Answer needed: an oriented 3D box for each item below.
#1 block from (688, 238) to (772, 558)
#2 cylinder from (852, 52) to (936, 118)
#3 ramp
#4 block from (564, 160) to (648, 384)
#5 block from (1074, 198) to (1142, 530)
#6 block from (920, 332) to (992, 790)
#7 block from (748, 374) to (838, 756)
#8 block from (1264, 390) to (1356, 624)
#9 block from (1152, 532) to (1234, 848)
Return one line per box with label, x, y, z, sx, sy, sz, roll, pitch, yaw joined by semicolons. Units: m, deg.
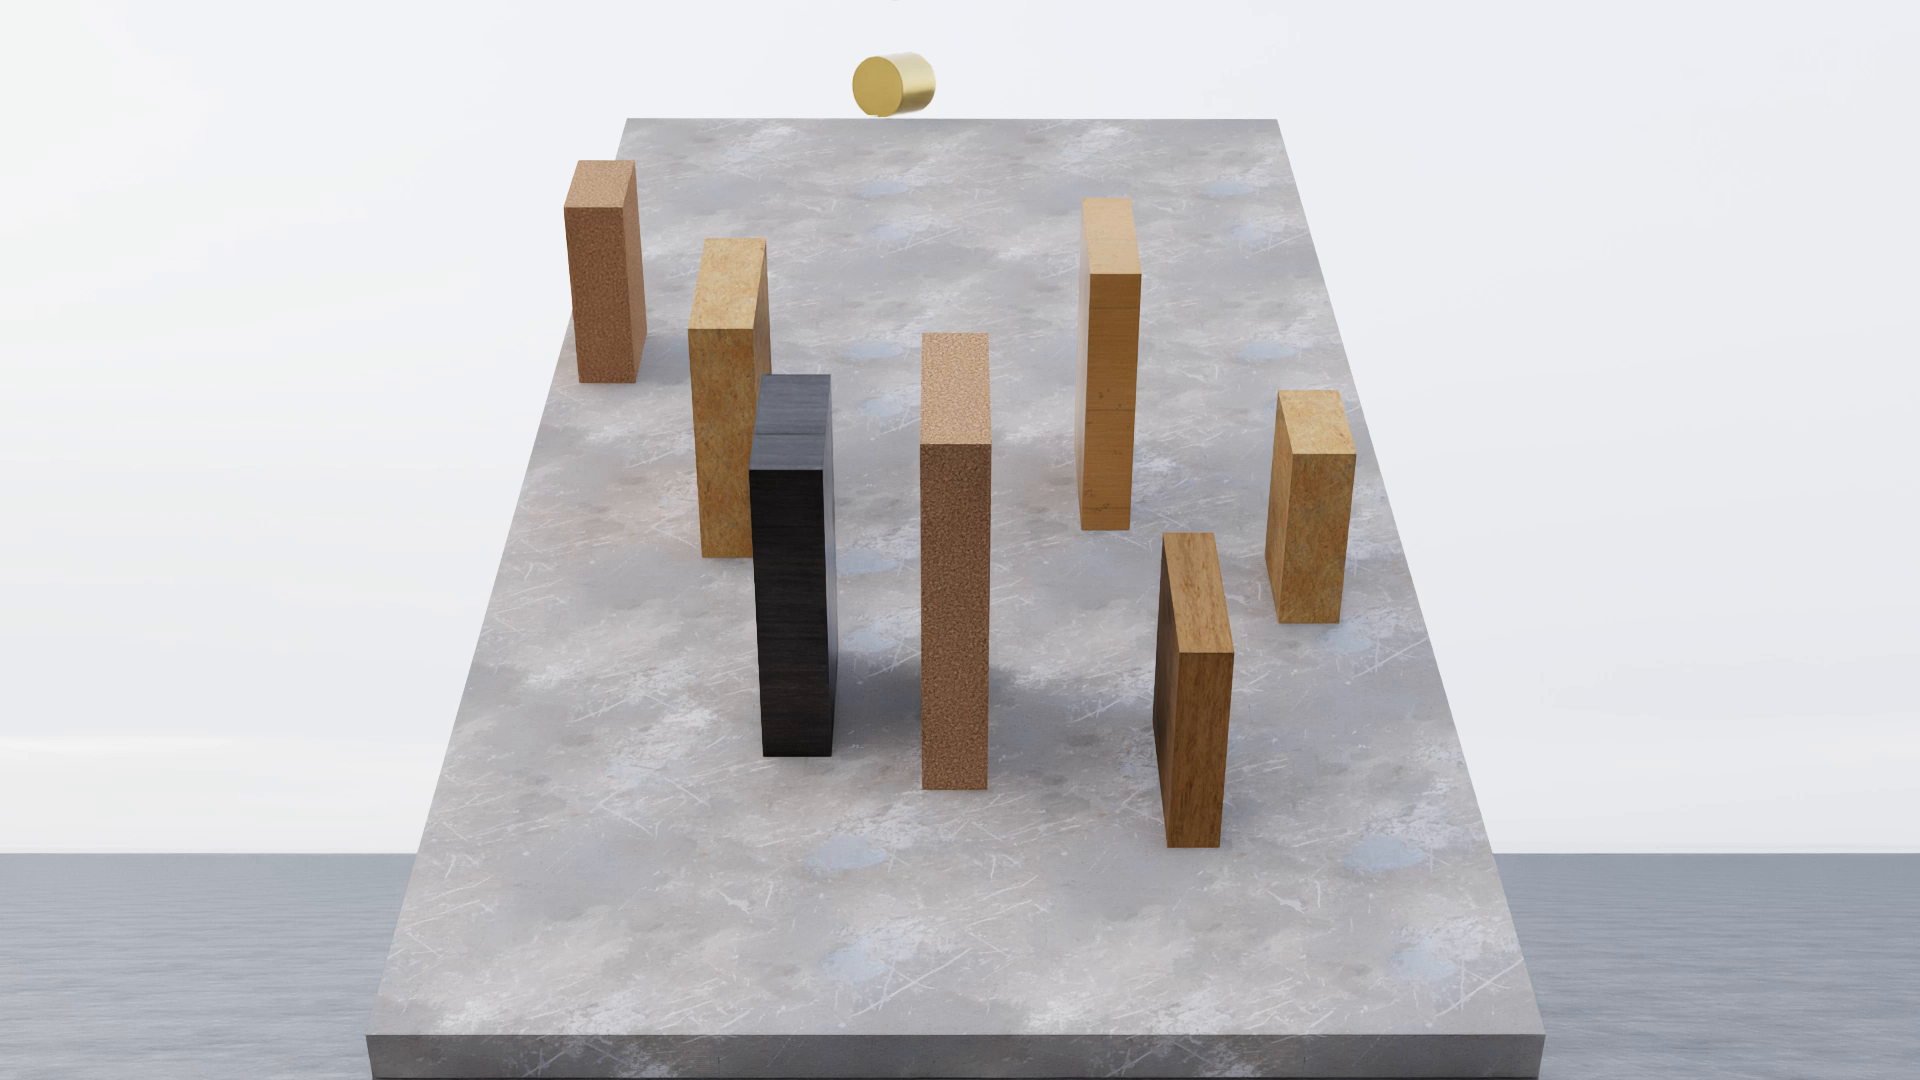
block;-0.502;-0.318;5.447;0.136;0.567;0.441;0;32;0
cylinder;-0.204;-1.410;7.589;0.189;0.189;0.189;-5;11;33
ramp;-0.015;-0.187;5.867;2.000;0.100;4.000;0;32;0
block;-0.877;-0.666;6.081;0.141;0.476;0.280;0;32;0
block;0.328;-0.395;5.506;0.109;0.639;0.386;0;32;0
block;-0.010;0.043;4.688;0.126;0.768;0.423;0;32;0
block;-0.319;0.051;4.780;0.135;0.654;0.364;0;32;0
block;0.741;-0.071;5.204;0.129;0.417;0.269;0;32;0
block;0.436;0.280;4.621;0.097;0.443;0.400;0;32;0
